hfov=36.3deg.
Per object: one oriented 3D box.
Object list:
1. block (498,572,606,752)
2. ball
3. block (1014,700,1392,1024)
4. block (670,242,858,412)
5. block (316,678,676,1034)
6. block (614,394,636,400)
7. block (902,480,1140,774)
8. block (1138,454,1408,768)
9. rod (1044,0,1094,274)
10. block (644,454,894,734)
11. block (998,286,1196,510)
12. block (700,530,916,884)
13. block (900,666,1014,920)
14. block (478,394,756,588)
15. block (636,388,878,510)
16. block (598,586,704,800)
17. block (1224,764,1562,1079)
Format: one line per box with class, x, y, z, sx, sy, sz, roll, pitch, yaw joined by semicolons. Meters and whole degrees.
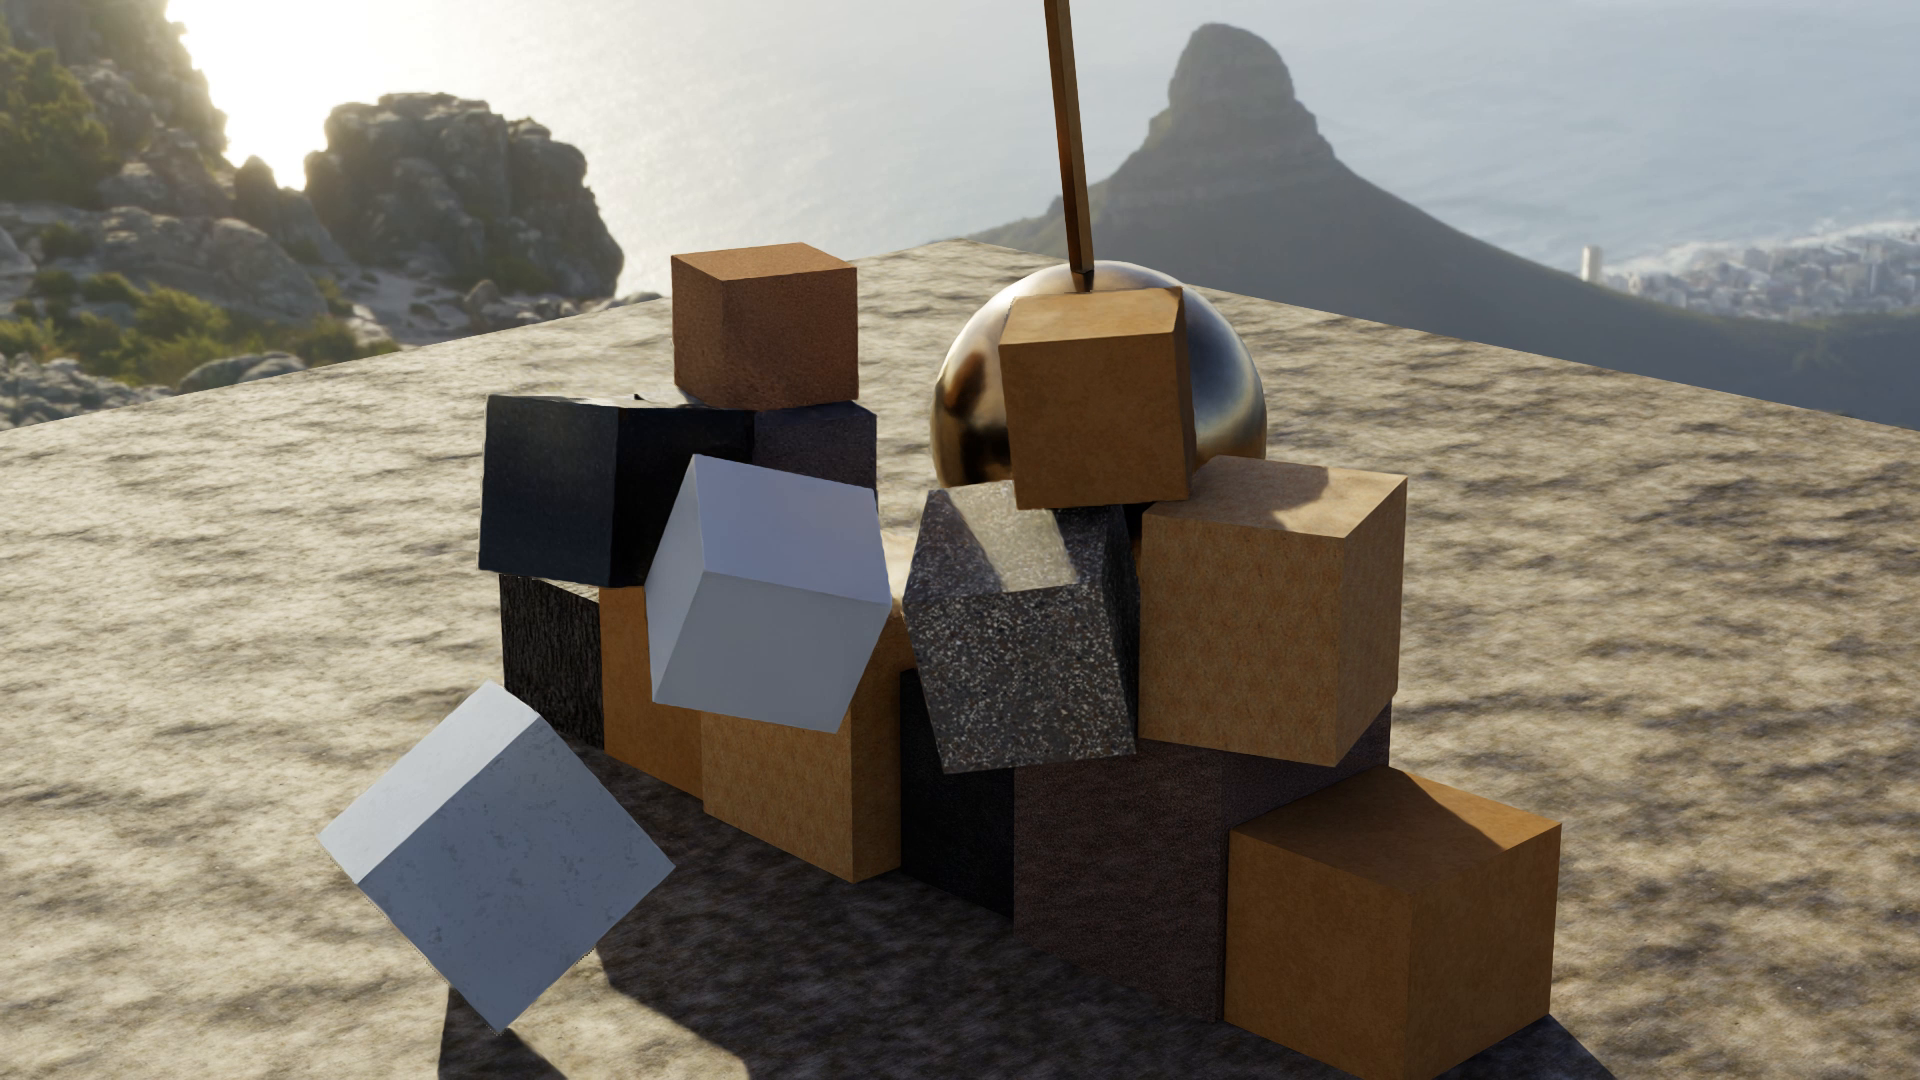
block;-1.786;0.512;15.389;0.865;0.796;0.907;-15;23;-40
ball;0.653;-0.521;13.862;1.600;1.600;1.600;0;17;0
block;1.034;1.182;12.619;1.147;1.178;1.117;17;24;42
block;-0.920;-1.002;13.786;0.675;0.632;0.636;-9;19;-25
block;-1.906;1.275;11.996;0.962;0.867;0.830;-43;21;-12
block;-1.284;-0.326;14.683;0.677;0.715;0.752;-10;20;-28
block;0.290;0.326;12.089;0.798;0.823;0.915;-7;29;11
block;1.284;0.267;11.987;0.826;0.948;0.934;7;19;22
rod;0.283;-3.615;12.502;0.080;5.200;0.080;17;33;42
block;-0.785;0.218;11.816;0.769;0.706;0.727;11;37;-18
block;0.572;-0.582;11.956;0.693;0.701;0.646;-4;20;9
block;-0.460;0.750;13.925;1.082;1.219;1.129;-15;23;-39
block;0.330;1.062;13.333;0.856;0.980;0.842;-17;24;-42
block;-1.475;-0.219;12.645;0.763;0.747;0.862;7;5;36
block;-0.959;-0.260;13.792;0.848;0.788;0.862;-9;20;-26
block;-1.151;0.597;14.693;0.912;1.051;0.938;-15;23;-39
block;1.760;1.561;11.961;1.002;0.850;0.909;-17;24;-42
